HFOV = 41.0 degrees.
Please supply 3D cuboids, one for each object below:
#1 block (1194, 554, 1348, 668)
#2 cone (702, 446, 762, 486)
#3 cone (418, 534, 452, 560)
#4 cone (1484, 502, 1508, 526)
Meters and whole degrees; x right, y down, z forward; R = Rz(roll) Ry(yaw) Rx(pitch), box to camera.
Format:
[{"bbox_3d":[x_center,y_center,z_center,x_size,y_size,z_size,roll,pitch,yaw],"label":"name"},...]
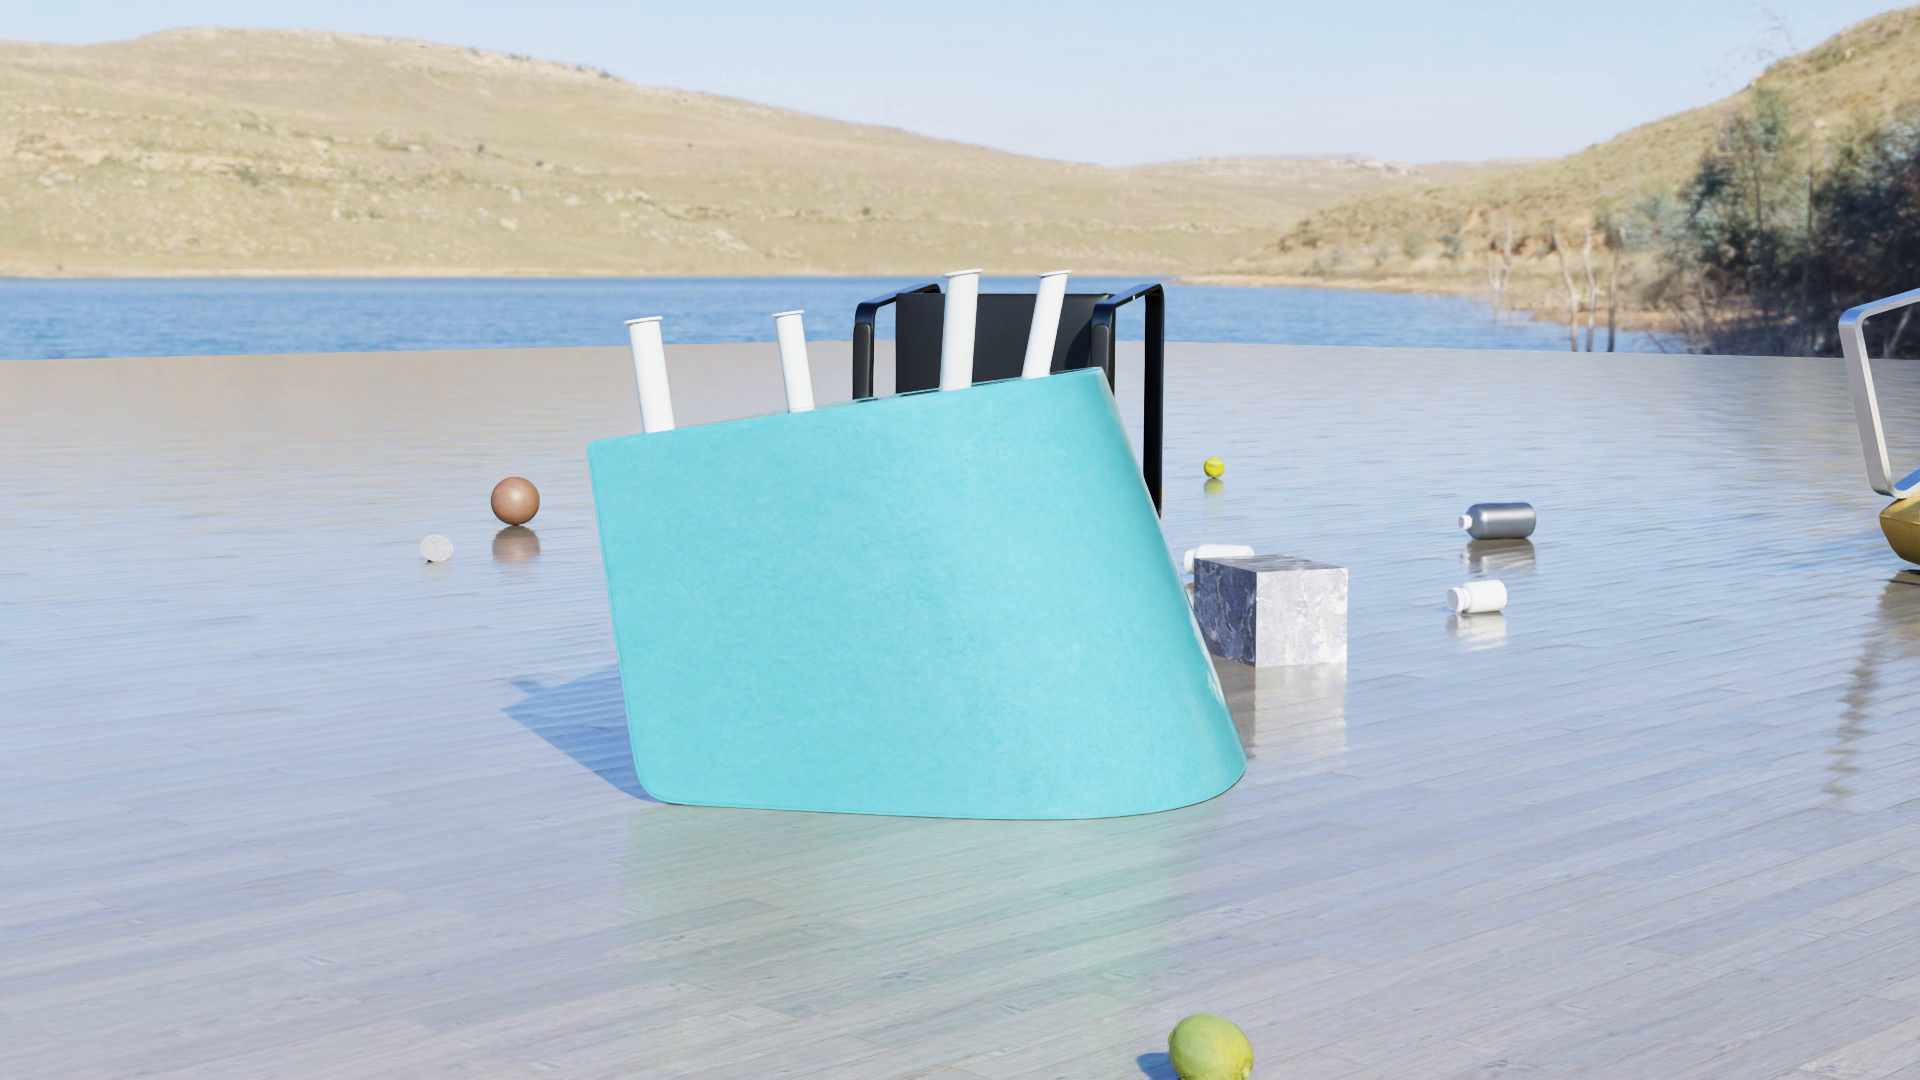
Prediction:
[{"bbox_3d":[0.537,0.120,4.461,0.173,0.161,0.239,-2,6,-21],"label":"block"},{"bbox_3d":[-0.726,-0.243,8.178,0.194,0.121,0.232,-1,6,-9],"label":"cone"},{"bbox_3d":[-1.226,0.031,5.965,0.080,0.067,0.063,-8,-23,-30],"label":"cone"},{"bbox_3d":[1.401,-0.053,6.782,0.065,0.066,0.076,-40,9,-36],"label":"cone"}]
